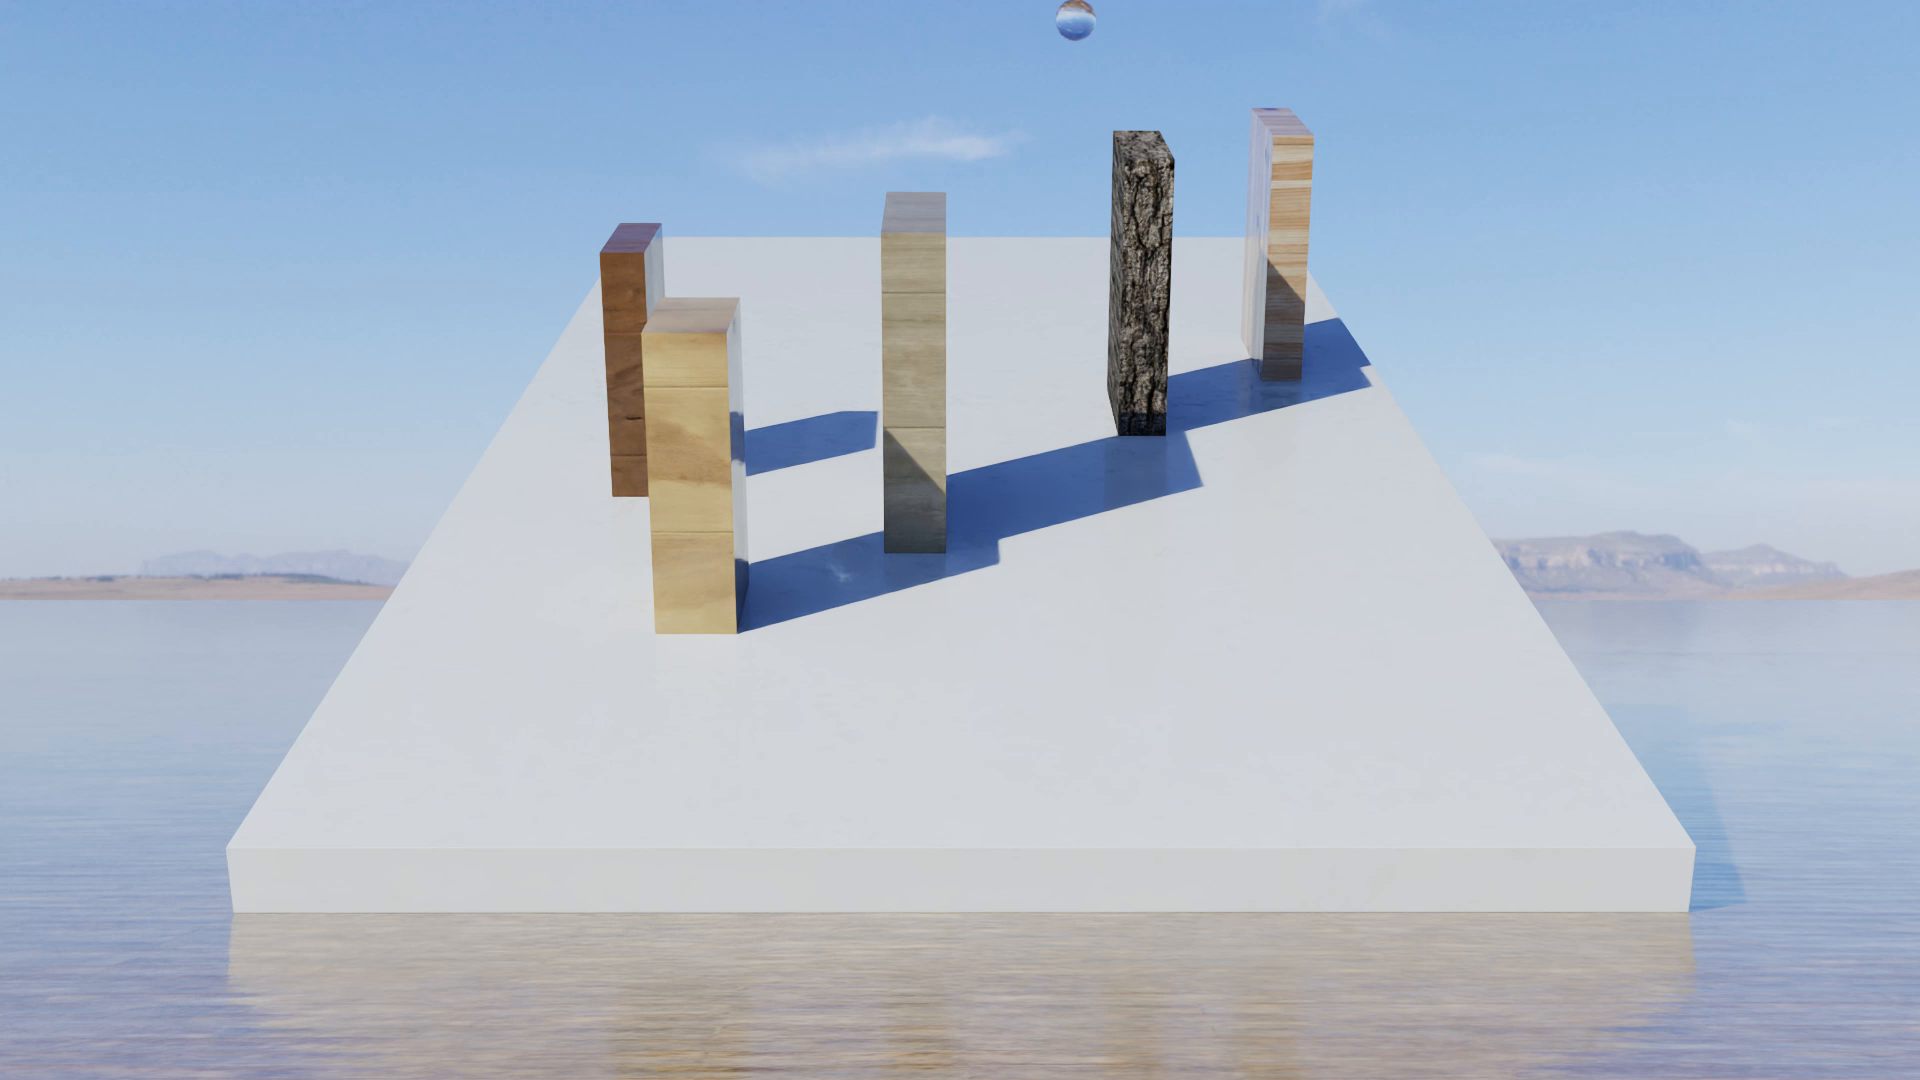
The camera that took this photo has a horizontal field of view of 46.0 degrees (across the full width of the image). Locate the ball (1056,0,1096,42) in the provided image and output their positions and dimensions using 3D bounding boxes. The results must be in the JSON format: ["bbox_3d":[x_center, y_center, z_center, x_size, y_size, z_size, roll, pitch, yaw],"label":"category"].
[{"bbox_3d":[0.351,-1.578,6.855,0.125,0.125,0.125,0,-1,0],"label":"ball"}]

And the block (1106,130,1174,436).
[{"bbox_3d":[0.394,-0.570,4.965,0.103,0.599,0.371,0,20,0],"label":"block"}]

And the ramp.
[{"bbox_3d":[-0.005,-0.202,4.974,2.000,0.100,4.000,0,20,0],"label":"ramp"}]

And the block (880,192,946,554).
[{"bbox_3d":[-0.083,-0.322,4.264,0.115,0.600,0.384,0,20,0],"label":"block"}]

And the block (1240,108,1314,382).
[{"bbox_3d":[0.755,-0.713,5.406,0.093,0.576,0.408,0,20,0],"label":"block"}]

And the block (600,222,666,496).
[{"bbox_3d":[-0.649,-0.365,4.543,0.085,0.493,0.284,0,20,0],"label":"block"}]

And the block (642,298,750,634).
[{"bbox_3d":[-0.444,-0.128,3.833,0.137,0.521,0.247,0,20,0],"label":"block"}]
